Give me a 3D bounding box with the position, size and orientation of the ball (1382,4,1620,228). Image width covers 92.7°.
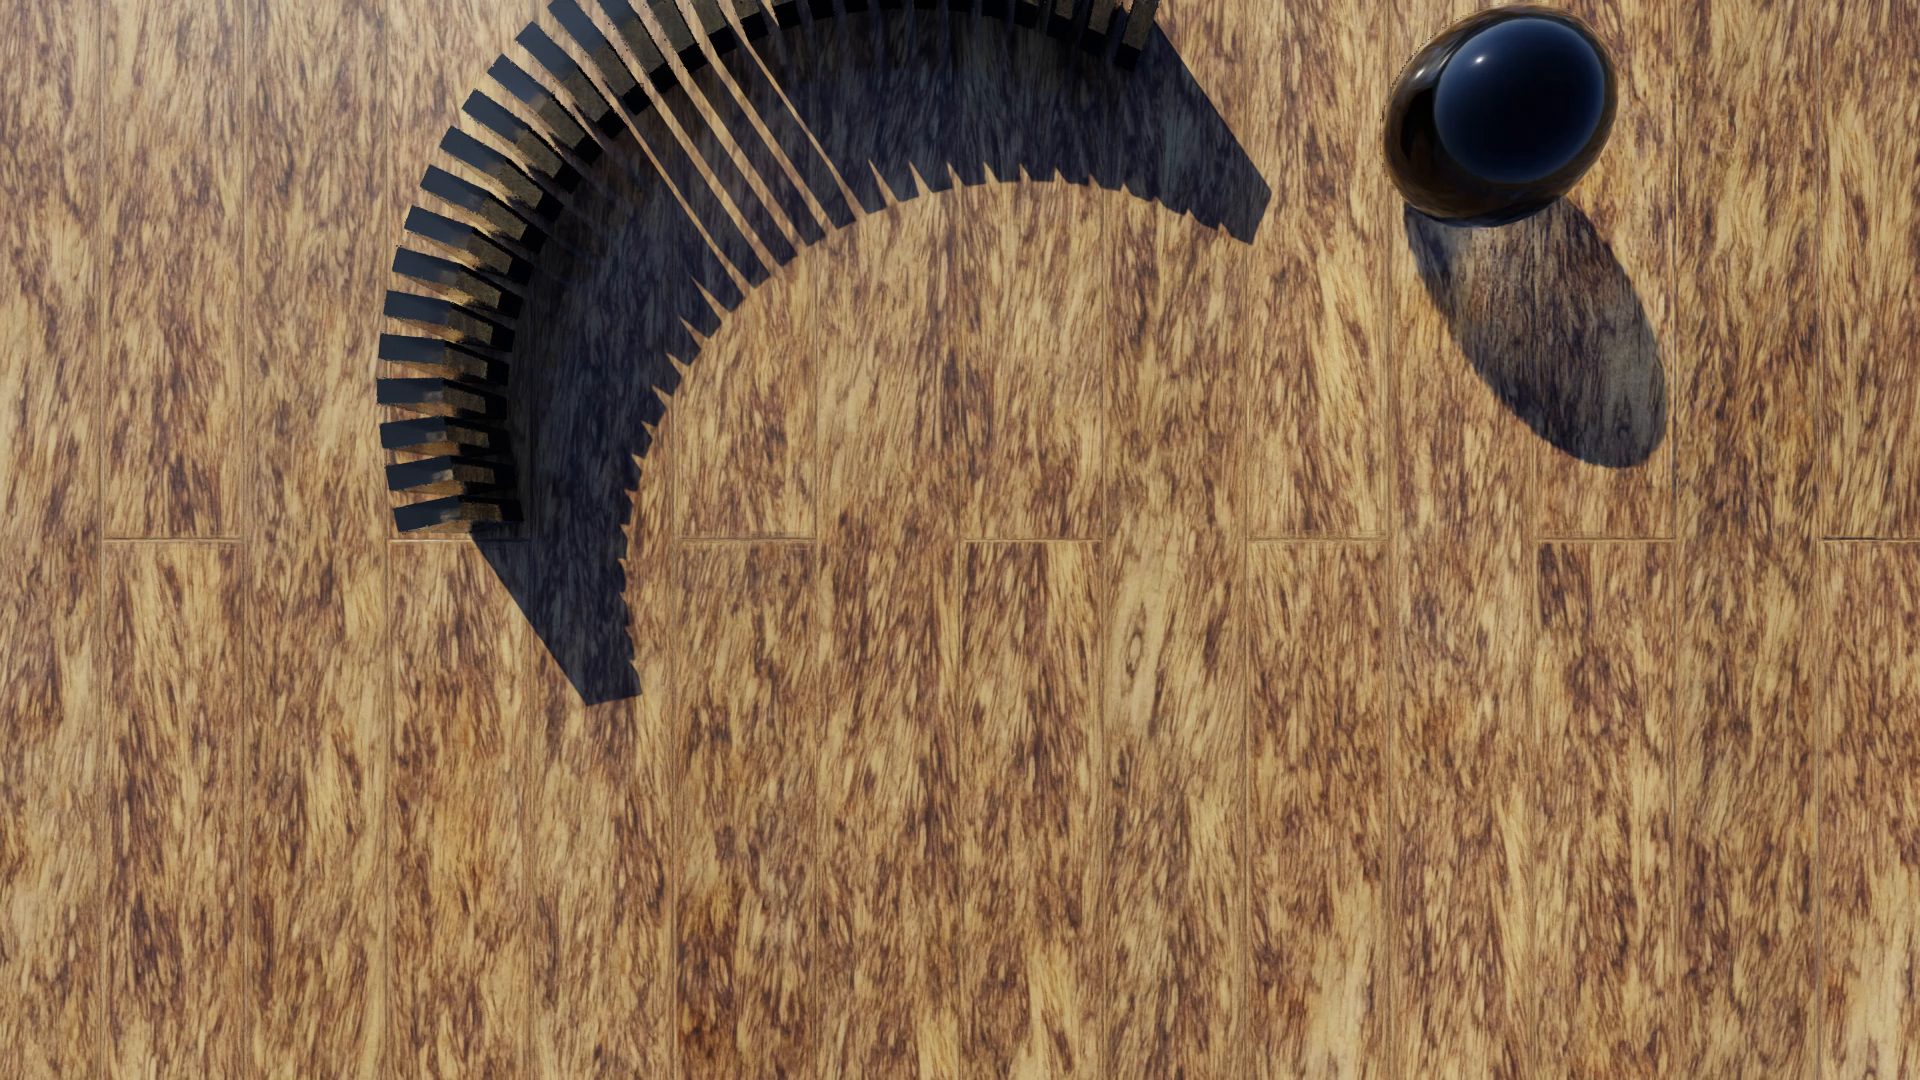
[{"bbox_3d":[0.210,-0.165,0.360,0.080,0.080,0.080,0,90,0],"label":"ball"}]

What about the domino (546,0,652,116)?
[{"bbox_3d":[-0.146,-0.197,0.375,0.010,0.050,0.025,-41,90,0],"label":"domino"}]

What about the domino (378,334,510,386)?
[{"bbox_3d":[-0.210,-0.073,0.375,0.025,0.050,0.010,5,90,0],"label":"domino"}]

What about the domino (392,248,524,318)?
[{"bbox_3d":[-0.204,-0.104,0.375,0.025,0.050,0.010,15,90,0],"label":"domino"}]

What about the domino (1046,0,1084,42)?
[{"bbox_3d":[0.047,-0.230,0.375,0.010,0.050,0.025,23,90,0],"label":"domino"}]

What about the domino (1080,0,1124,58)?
[{"bbox_3d":[0.061,-0.224,0.375,0.010,0.050,0.025,24,90,0],"label":"domino"}]

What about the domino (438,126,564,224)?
[{"bbox_3d":[-0.186,-0.148,0.375,0.025,0.050,0.010,29,90,0],"label":"domino"}]

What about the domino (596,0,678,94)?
[{"bbox_3d":[-0.134,-0.207,0.375,0.009,0.050,0.025,-37,90,0],"label":"domino"}]

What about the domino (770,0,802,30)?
[{"bbox_3d":[-0.077,-0.236,0.375,0.009,0.050,0.025,-17,90,0],"label":"domino"}]

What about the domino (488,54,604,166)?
[{"bbox_3d":[-0.168,-0.175,0.375,0.025,0.050,0.010,39,90,0],"label":"domino"}]

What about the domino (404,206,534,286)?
[{"bbox_3d":[-0.199,-0.119,0.375,0.025,0.050,0.009,20,90,0],"label":"domino"}]

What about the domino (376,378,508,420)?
[{"bbox_3d":[-0.210,-0.057,0.375,0.025,0.050,0.009,-1,90,0],"label":"domino"}]

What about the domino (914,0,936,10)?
[{"bbox_3d":[-0.015,-0.244,0.375,0.009,0.050,0.025,2,90,0],"label":"domino"}]

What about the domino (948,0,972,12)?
[{"bbox_3d":[0.001,-0.243,0.375,0.009,0.050,0.025,7,90,0],"label":"domino"}]

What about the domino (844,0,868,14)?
[{"bbox_3d":[-0.046,-0.243,0.375,0.009,0.050,0.025,-8,90,0],"label":"domino"}]

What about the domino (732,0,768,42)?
[{"bbox_3d":[-0.092,-0.231,0.375,0.009,0.050,0.025,-22,90,0],"label":"domino"}]

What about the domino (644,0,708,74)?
[{"bbox_3d":[-0.121,-0.216,0.375,0.009,0.050,0.025,-32,90,0],"label":"domino"}]

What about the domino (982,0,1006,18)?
[{"bbox_3d":[0.017,-0.241,0.375,0.010,0.050,0.025,12,90,0],"label":"domino"}]

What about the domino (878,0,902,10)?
[{"bbox_3d":[-0.031,-0.244,0.375,0.009,0.050,0.025,-3,90,0],"label":"domino"}]

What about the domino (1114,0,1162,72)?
[{"bbox_3d":[0.076,-0.218,0.375,0.010,0.050,0.025,22,90,0],"label":"domino"}]

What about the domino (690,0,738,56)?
[{"bbox_3d":[-0.107,-0.224,0.375,0.009,0.050,0.025,-27,90,0],"label":"domino"}]

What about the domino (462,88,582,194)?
[{"bbox_3d":[-0.178,-0.162,0.375,0.025,0.050,0.009,34,90,0],"label":"domino"}]

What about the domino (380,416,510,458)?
[{"bbox_3d":[-0.209,-0.041,0.375,0.025,0.050,0.009,-7,90,0],"label":"domino"}]

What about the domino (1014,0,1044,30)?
[{"bbox_3d":[0.032,-0.236,0.375,0.010,0.050,0.025,19,90,0],"label":"domino"}]

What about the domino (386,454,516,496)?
[{"bbox_3d":[-0.207,-0.026,0.375,0.025,0.050,0.010,-10,90,0],"label":"domino"}]

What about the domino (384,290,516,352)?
[{"bbox_3d":[-0.207,-0.089,0.375,0.025,0.050,0.010,10,90,0],"label":"domino"}]

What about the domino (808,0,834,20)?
[{"bbox_3d":[-0.062,-0.240,0.375,0.009,0.050,0.025,-13,90,0],"label":"domino"}]

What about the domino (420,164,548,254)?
[{"bbox_3d":[-0.193,-0.134,0.375,0.025,0.050,0.009,25,90,0],"label":"domino"}]

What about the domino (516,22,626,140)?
[{"bbox_3d":[-0.158,-0.186,0.375,0.025,0.050,0.009,44,90,0],"label":"domino"}]

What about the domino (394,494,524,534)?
[{"bbox_3d":[-0.203,-0.010,0.375,0.025,0.050,0.009,-12,90,0],"label":"domino"}]
